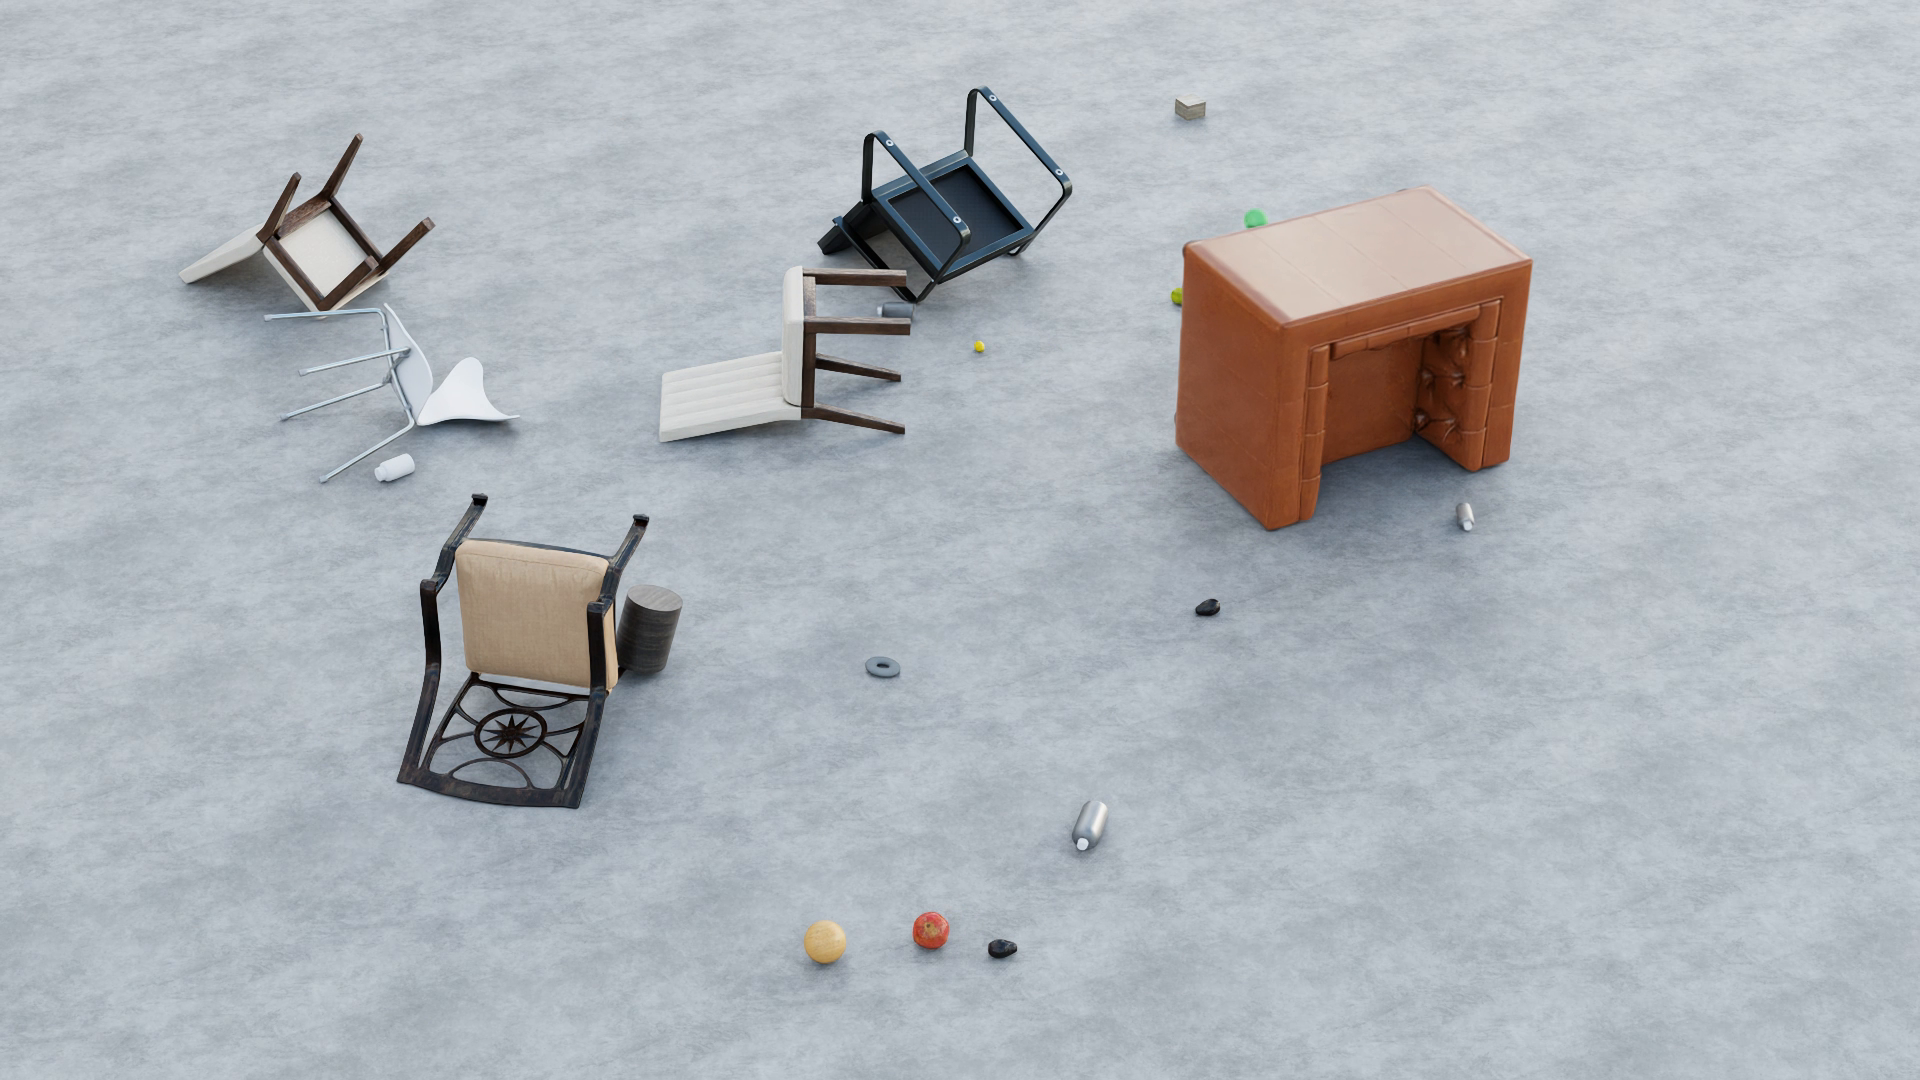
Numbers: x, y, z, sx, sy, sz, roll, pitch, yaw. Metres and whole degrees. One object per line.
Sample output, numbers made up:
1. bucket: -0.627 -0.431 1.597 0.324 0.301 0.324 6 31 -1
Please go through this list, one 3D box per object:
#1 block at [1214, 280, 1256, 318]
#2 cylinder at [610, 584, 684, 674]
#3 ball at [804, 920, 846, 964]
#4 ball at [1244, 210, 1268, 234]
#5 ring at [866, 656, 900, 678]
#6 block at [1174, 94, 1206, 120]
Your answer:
1. block: 1.165 -1.021 12.405 0.157 0.098 0.118 8 34 12
2. cylinder: -1.090 0.309 10.202 0.192 0.244 0.219 23 21 14
3. ball: -0.412 1.228 8.961 0.132 0.132 0.132 0 33 0
4. ball: 1.312 -1.412 12.994 0.104 0.104 0.104 0 33 0
5. ring: -0.270 0.443 10.246 0.130 0.029 0.102 16 36 21
6. block: 1.101 -2.069 14.015 0.104 0.076 0.106 -18 37 -25
